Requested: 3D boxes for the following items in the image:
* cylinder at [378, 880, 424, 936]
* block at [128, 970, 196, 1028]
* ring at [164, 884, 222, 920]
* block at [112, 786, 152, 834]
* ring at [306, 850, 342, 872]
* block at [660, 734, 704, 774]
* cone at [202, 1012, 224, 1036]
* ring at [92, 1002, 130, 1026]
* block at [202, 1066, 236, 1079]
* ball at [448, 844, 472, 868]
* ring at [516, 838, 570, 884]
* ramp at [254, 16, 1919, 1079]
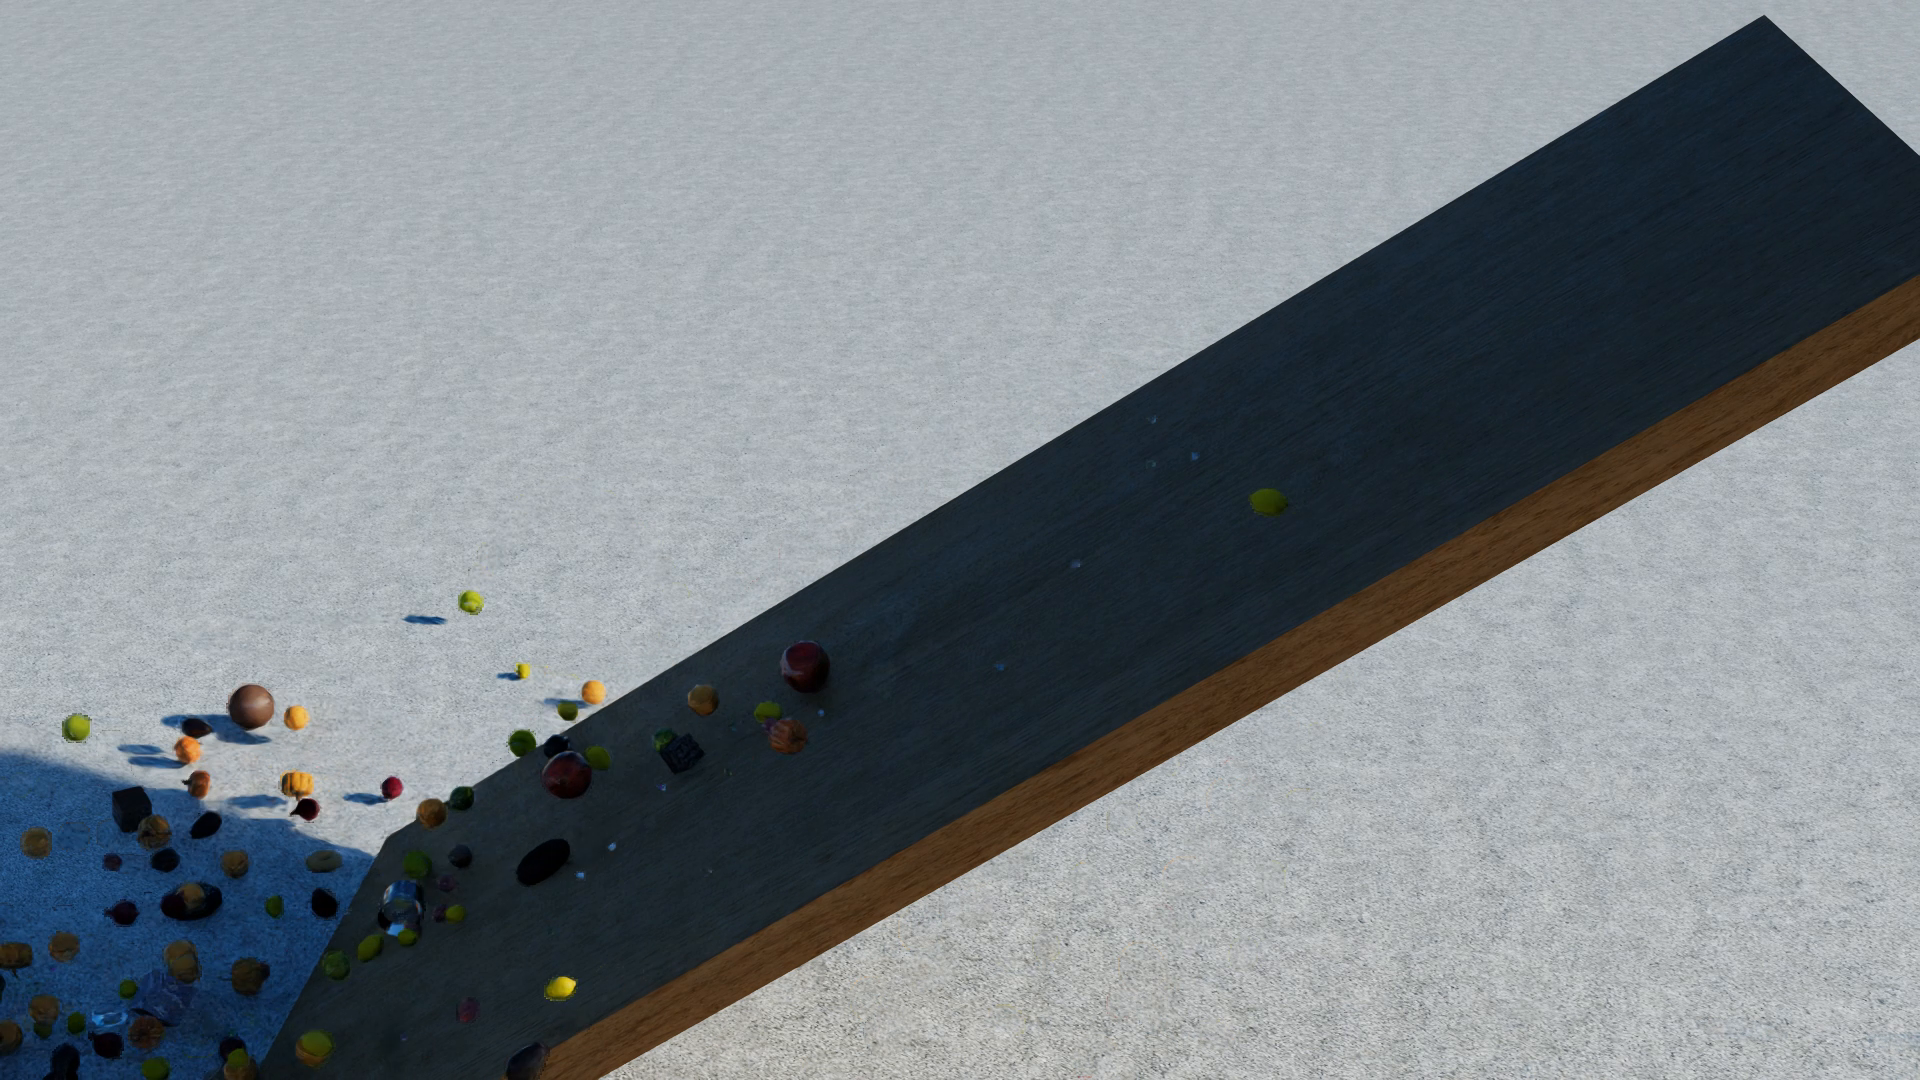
[{"bbox_3d":[-1.291,0.852,6.803,0.096,0.096,0.096,-1,20,-3],"label":"cylinder"},{"bbox_3d":[-1.867,1.074,6.881,0.098,0.098,0.098,35,-25,-25],"label":"block"},{"bbox_3d":[-1.950,0.920,7.476,0.147,0.049,0.147,-3,22,1],"label":"ring"},{"bbox_3d":[-2.231,0.726,7.924,0.080,0.080,0.080,-13,40,-30],"label":"block"},{"bbox_3d":[-1.667,0.842,7.715,0.094,0.031,0.094,0,19,0],"label":"ring"},{"bbox_3d":[-0.629,0.483,6.645,0.060,0.060,0.060,-18,22,47],"label":"block"},{"bbox_3d":[-1.757,1.126,6.880,0.053,0.053,0.053,-24,-1,-1],"label":"cone"},{"bbox_3d":[-2.009,1.122,6.955,0.087,0.029,0.087,1,21,0],"label":"ring"},{"bbox_3d":[-1.658,1.218,6.564,0.057,0.057,0.057,-23,19,40],"label":"block"},{"bbox_3d":[-1.191,0.753,7.007,0.056,0.056,0.056,0,20,0],"label":"ball"},{"bbox_3d":[-0.933,0.720,6.588,0.136,0.045,0.136,-32,16,10],"label":"ring"},{"bbox_3d":[0.140,0.170,6.295,4.000,0.100,2.000,-31,15,14],"label":"ramp"}]
